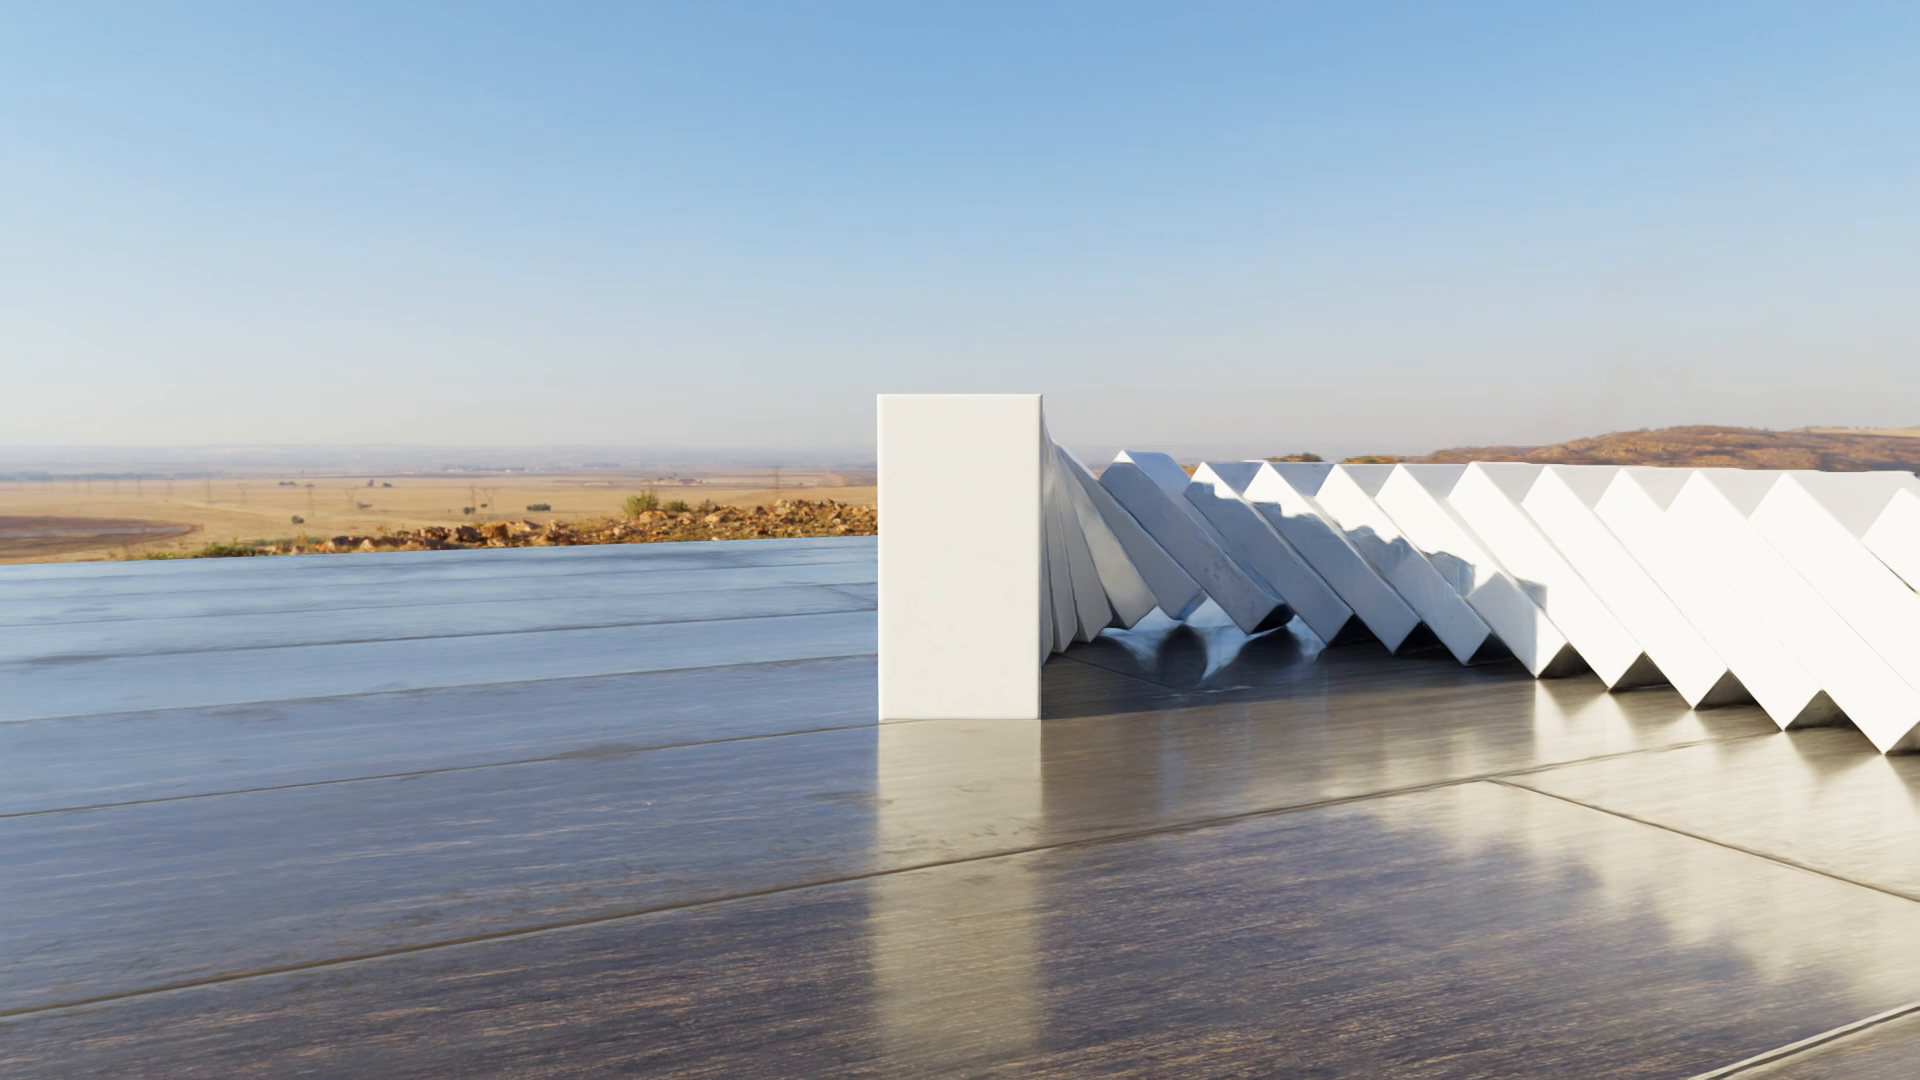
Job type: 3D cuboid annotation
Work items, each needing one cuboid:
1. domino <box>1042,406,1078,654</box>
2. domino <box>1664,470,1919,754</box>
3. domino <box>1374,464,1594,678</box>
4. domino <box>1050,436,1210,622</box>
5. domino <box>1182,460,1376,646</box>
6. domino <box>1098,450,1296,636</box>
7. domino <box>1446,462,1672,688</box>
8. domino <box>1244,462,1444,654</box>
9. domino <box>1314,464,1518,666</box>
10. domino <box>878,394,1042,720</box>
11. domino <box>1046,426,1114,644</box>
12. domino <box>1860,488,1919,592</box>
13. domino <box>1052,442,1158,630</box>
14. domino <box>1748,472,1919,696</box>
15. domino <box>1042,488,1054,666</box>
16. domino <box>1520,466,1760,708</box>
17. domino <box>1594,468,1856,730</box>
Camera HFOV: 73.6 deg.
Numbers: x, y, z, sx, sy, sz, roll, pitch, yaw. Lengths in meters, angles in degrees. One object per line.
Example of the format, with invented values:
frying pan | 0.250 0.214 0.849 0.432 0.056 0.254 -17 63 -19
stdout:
domino | 0.007 -0.002 0.259 0.025 0.050 0.010 2 29 26
domino | 0.134 0.009 0.194 0.025 0.010 0.050 -1 42 -16
domino | 0.107 0.004 0.252 0.025 0.010 0.050 -2 43 -29
domino | 0.037 -0.002 0.302 0.050 0.010 0.025 47 9 14
domino | 0.076 0.002 0.289 0.025 0.009 0.050 -4 44 -41
domino | 0.057 0.000 0.298 0.050 0.009 0.025 48 25 22
domino | 0.117 0.005 0.239 0.025 0.009 0.050 0 42 -24
domino | 0.087 0.002 0.278 0.025 0.009 0.050 -3 43 -37
domino | 0.099 0.004 0.265 0.025 0.009 0.050 -3 43 -30
domino | 0.000 0.002 0.201 0.025 0.050 0.010 0 4 0
domino | 0.013 -0.002 0.274 0.025 0.050 0.010 4 34 44
domino | 0.144 0.012 0.161 0.025 0.010 0.050 -1 40 -15
domino | 0.022 -0.003 0.289 0.009 0.050 0.025 -39 13 -17
domino | 0.139 0.010 0.179 0.025 0.009 0.050 -1 42 -16
domino | 0.003 -0.001 0.245 0.025 0.050 0.009 1 22 17
domino | 0.124 0.006 0.224 0.025 0.010 0.050 -1 42 -19
domino | 0.130 0.008 0.209 0.025 0.010 0.050 -1 42 -16
